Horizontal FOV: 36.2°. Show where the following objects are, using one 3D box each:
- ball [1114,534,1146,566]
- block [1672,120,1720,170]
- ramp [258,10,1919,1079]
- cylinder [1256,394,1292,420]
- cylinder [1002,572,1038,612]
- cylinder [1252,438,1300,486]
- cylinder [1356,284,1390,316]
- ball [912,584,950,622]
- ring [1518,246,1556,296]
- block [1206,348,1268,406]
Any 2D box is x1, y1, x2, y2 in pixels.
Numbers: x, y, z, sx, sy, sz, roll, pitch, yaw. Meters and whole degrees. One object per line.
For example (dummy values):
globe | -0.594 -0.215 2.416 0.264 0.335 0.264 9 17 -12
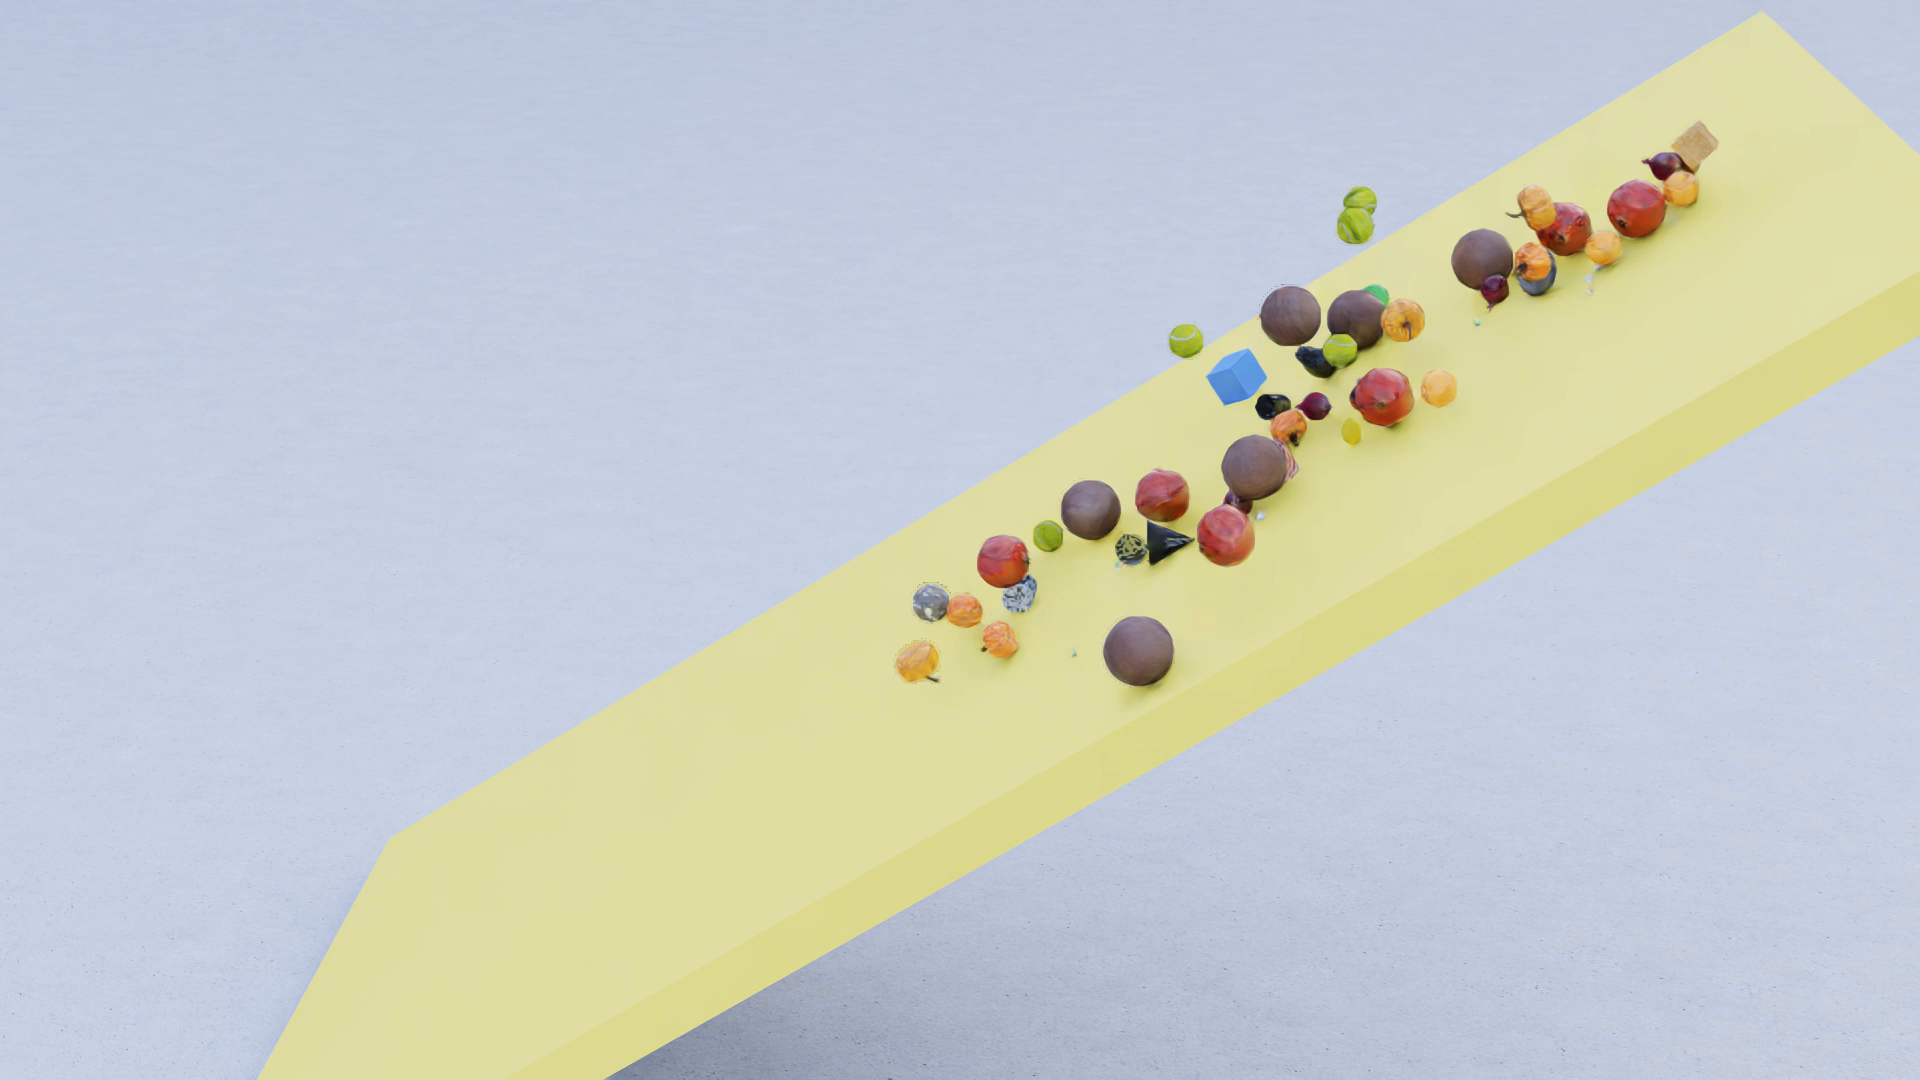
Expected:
ball | 0.349 0.019 5.995 0.066 0.066 0.066 0 20 0
block | 1.449 -0.780 5.797 0.062 0.062 0.062 48 29 0
ramp | 0.139 0.171 6.296 4.000 0.100 2.000 -31 15 14
cylinder | 0.663 -0.281 6.219 0.053 0.053 0.053 -3 17 -43
cylinder | 0.126 0.110 6.191 0.065 0.065 0.065 4 27 11
cylinder | 0.635 -0.157 5.918 0.070 0.070 0.070 -32 15 10
cylinder | 0.907 -0.525 6.449 0.066 0.066 0.066 5 10 13
ball | -0.063 0.138 6.473 0.083 0.083 0.083 0 20 0
ring | 1.165 -0.543 5.940 0.034 0.101 0.101 1 18 -30
block | 0.618 -0.363 6.568 0.082 0.082 0.082 -17 23 49
